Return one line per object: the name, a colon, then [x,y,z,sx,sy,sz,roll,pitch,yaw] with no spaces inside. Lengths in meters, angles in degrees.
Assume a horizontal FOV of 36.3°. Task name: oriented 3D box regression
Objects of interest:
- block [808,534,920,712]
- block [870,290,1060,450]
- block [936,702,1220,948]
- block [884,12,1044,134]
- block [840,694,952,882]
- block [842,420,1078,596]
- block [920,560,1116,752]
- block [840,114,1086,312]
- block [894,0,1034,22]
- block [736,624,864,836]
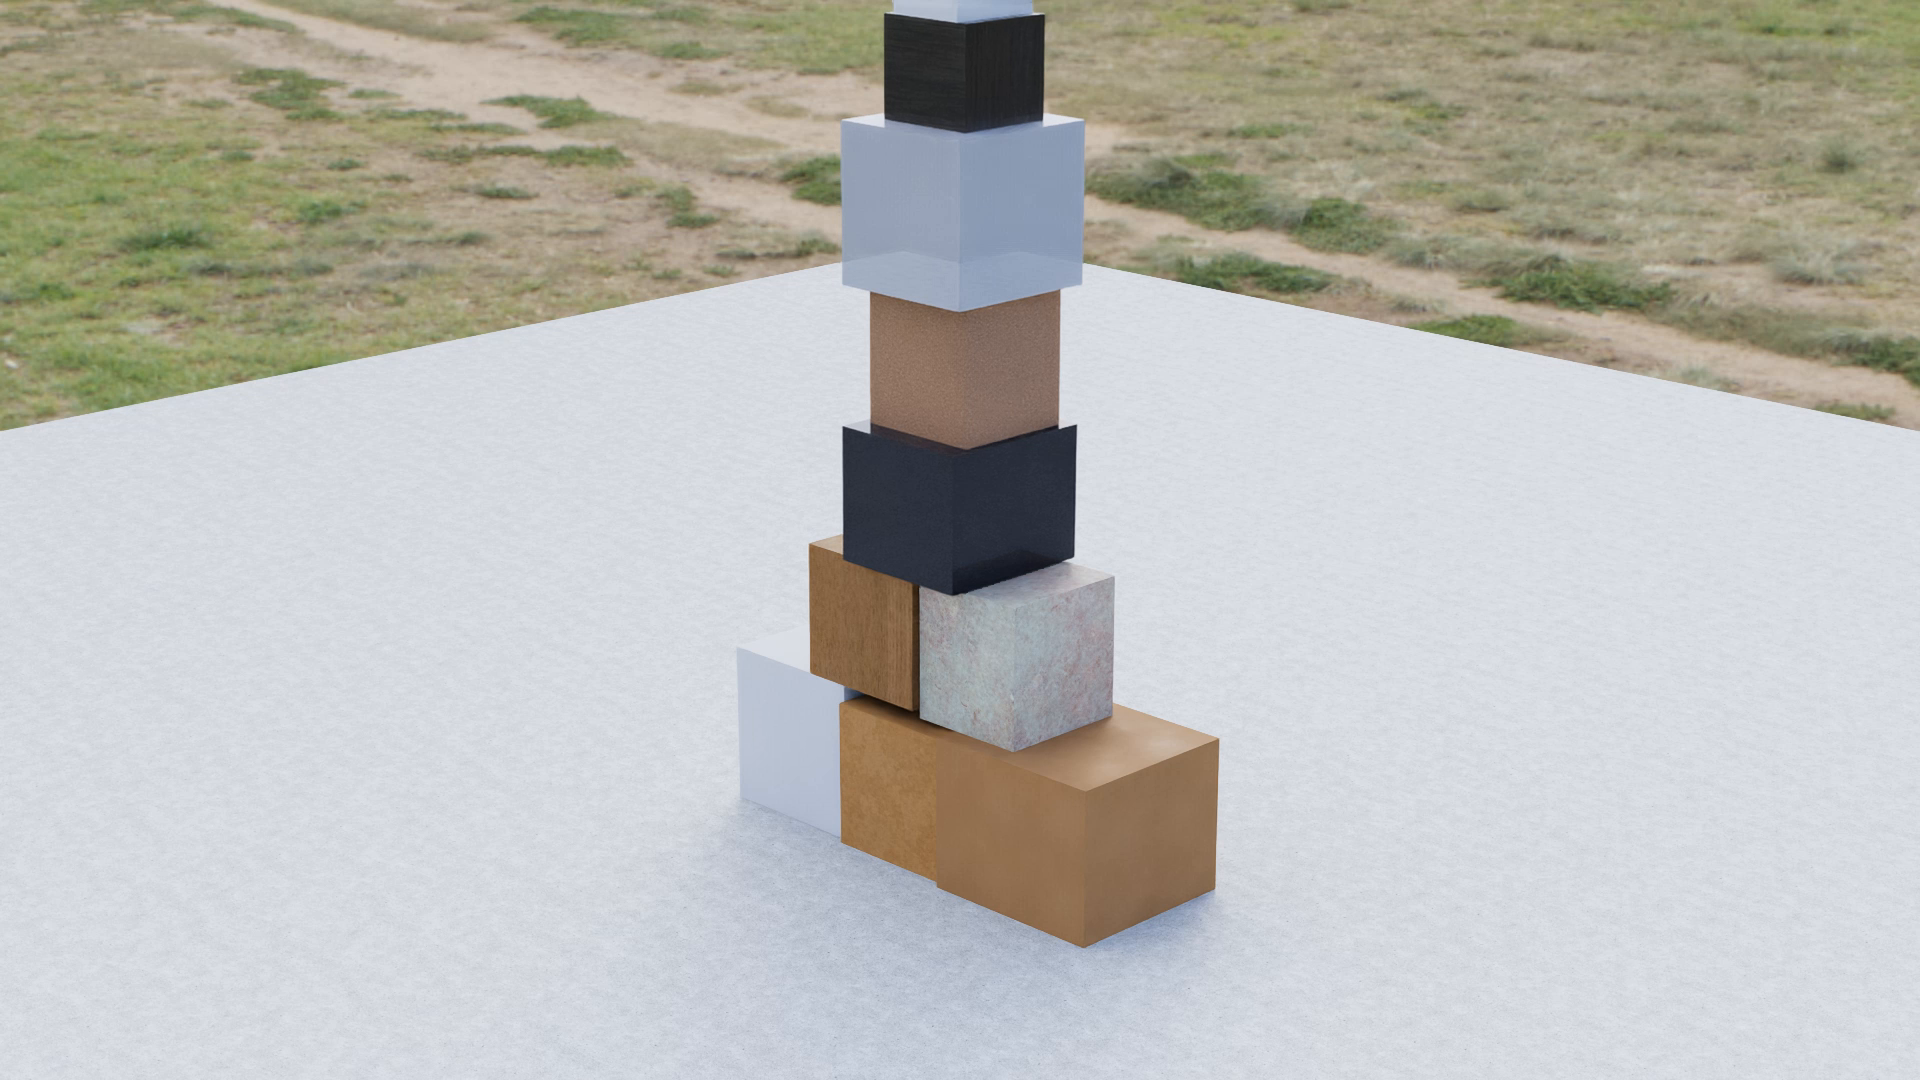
block: [-0.223,0.325,13.653,0.666,0.640,0.690,-17,24,-42]
block: [0.022,-0.829,13.085,0.607,0.640,0.593,17,24,42]
block: [0.526,1.231,13.205,0.882,0.732,0.907,-17,24,-42]
block: [0.018,-2.048,12.687,0.497,0.459,0.484,17,24,42]
block: [-0.051,1.080,13.738,0.769,0.701,0.672,-17,24,-42]
block: [-0.002,-0.215,13.259,0.788,0.633,0.704,-17,24,-42]
block: [0.257,0.485,13.245,0.650,0.668,0.593,-17,24,-42]
block: [0.013,-1.479,12.865,0.731,0.733,0.773,17,24,42]
block: [0.015,-2.461,12.551,0.385,0.410,0.463,17,24,42]
block: [-0.554,0.887,14.226,0.719,0.778,0.759,-17,24,-42]
